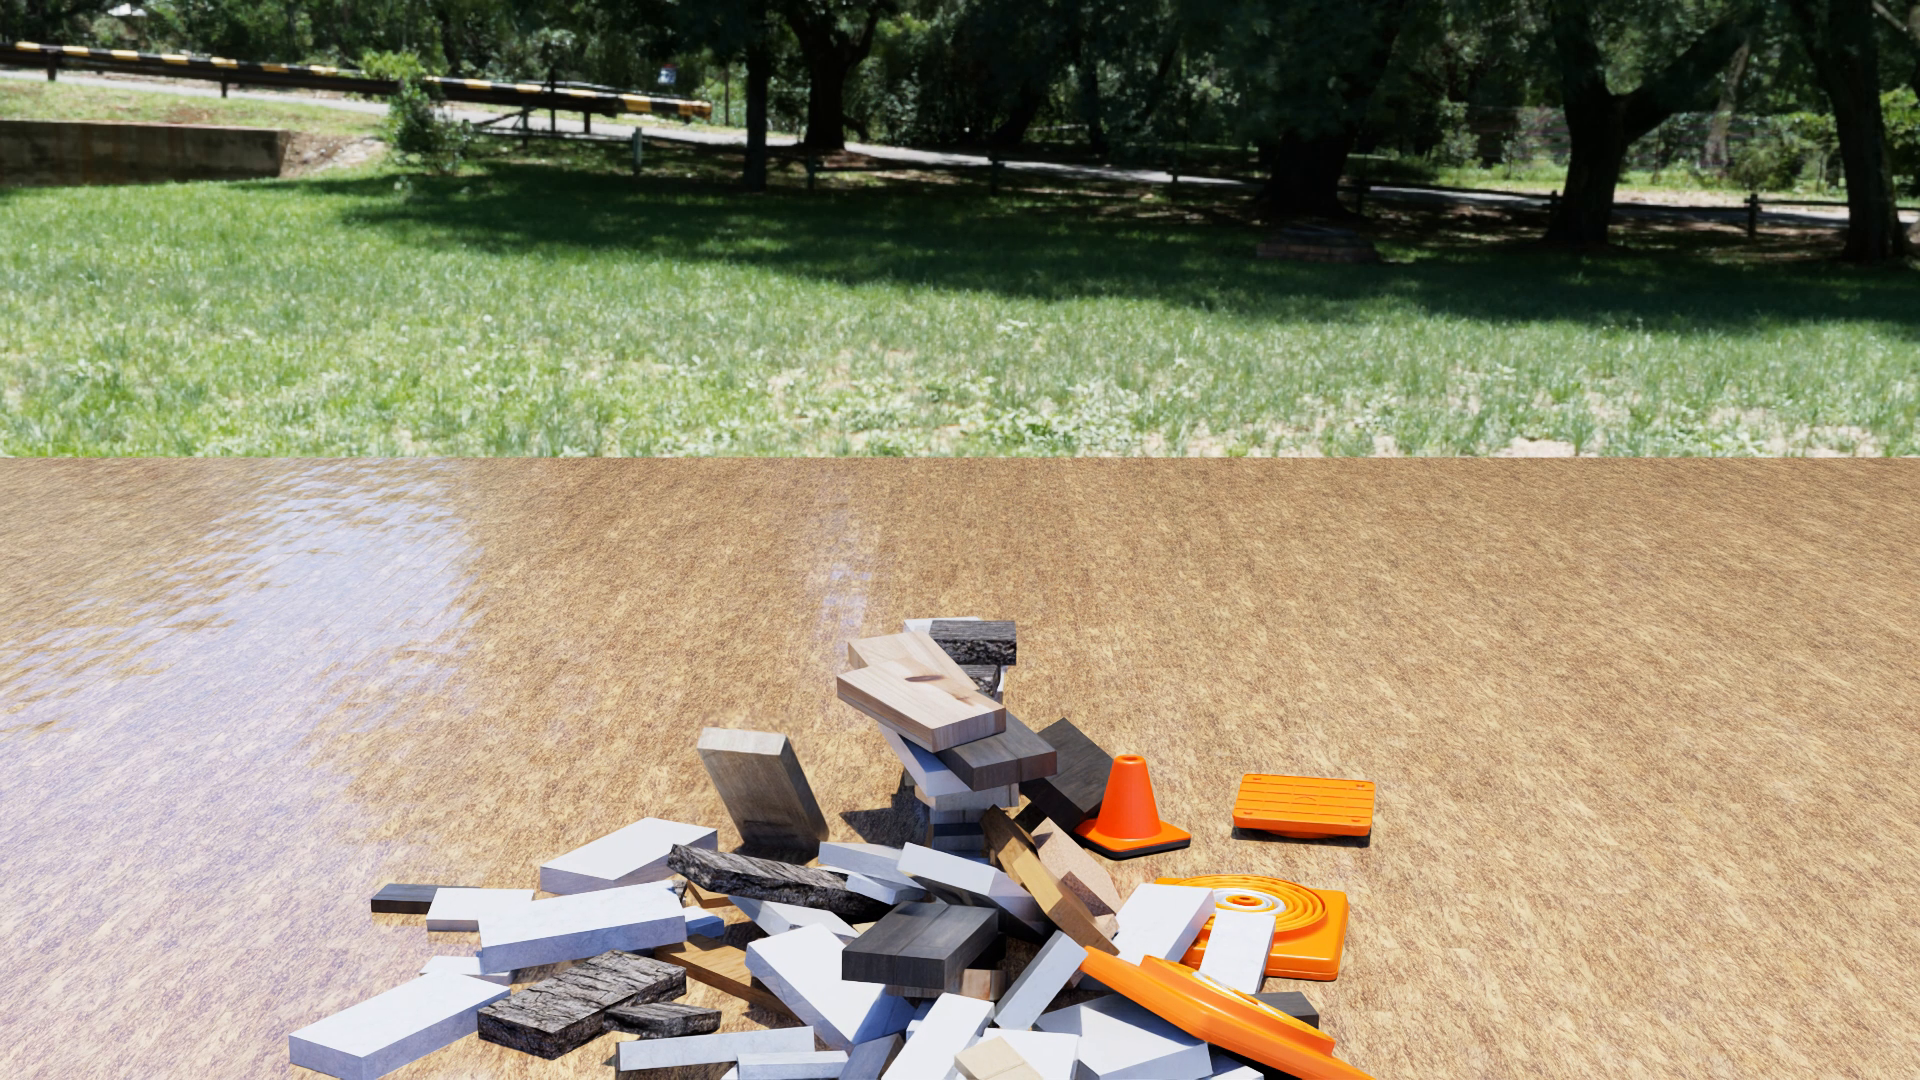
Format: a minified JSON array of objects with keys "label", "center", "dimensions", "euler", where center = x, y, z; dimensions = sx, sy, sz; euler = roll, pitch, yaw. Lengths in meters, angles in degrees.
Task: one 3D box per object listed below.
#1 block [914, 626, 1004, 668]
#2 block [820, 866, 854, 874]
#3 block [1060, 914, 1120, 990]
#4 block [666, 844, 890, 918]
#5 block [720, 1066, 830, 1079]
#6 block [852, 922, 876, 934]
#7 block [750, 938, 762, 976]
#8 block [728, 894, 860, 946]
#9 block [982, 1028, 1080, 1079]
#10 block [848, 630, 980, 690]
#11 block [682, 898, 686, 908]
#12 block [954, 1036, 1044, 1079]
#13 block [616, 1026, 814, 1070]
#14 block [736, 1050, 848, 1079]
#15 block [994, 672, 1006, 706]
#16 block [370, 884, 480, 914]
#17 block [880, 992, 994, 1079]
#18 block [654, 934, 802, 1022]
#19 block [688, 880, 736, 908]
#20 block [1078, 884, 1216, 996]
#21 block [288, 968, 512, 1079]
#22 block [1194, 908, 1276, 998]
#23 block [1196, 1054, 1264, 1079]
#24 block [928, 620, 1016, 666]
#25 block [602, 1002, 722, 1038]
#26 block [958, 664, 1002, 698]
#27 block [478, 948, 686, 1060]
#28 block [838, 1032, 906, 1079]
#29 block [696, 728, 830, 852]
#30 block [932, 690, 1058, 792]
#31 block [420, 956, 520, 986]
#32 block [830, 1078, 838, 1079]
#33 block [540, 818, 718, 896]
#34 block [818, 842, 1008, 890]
[{"label":"block","center":[-0.006,0.231,4.798],"dimensions":[0.180,0.051,0.359],"euler":[0,4,-2]},{"label":"block","center":[-0.229,0.570,3.739],"dimensions":[0.097,0.014,0.049],"euler":[-3,11,-16]},{"label":"block","center":[0.166,0.617,3.277],"dimensions":[0.083,0.023,0.166],"euler":[-17,14,35]},{"label":"block","center":[-0.284,0.543,3.489],"dimensions":[0.350,0.037,0.130],"euler":[17,0,-38]},{"label":"block","center":[-0.259,0.721,2.785],"dimensions":[0.127,0.036,0.263],"euler":[2,4,13]},{"label":"block","center":[-0.122,0.625,3.434],"dimensions":[0.058,0.016,0.121],"euler":[-4,11,-21]},{"label":"block","center":[-0.264,0.625,3.263],"dimensions":[0.085,0.024,0.170],"euler":[10,0,-3]},{"label":"block","center":[-0.257,0.590,3.428],"dimensions":[0.130,0.037,0.259],"euler":[17,0,-26]},{"label":"block","center":[0.044,0.728,2.495],"dimensions":[0.116,0.033,0.513],"euler":[2,25,10]},{"label":"block","center":[-0.085,0.242,3.940],"dimensions":[0.148,0.042,0.315],"euler":[-8,19,-18]},{"label":"block","center":[-0.502,0.596,3.600],"dimensions":[0.096,0.014,0.048],"euler":[-6,12,-29]},{"label":"block","center":[0.055,0.643,2.620],"dimensions":[0.066,0.019,0.131],"euler":[-16,28,-27]},{"label":"block","center":[-0.330,0.682,2.950],"dimensions":[0.255,0.036,0.127],"euler":[-2,-12,-12]},{"label":"block","center":[-0.217,0.683,2.861],"dimensions":[0.142,0.020,0.071],"euler":[0,-2,-8]},{"label":"block","center":[0.015,0.295,5.119],"dimensions":[0.180,0.051,0.645],"euler":[0,11,2]},{"label":"block","center":[-0.876,0.590,3.609],"dimensions":[0.158,0.022,0.079],"euler":[1,11,6]},{"label":"block","center":[-0.036,0.647,2.743],"dimensions":[0.071,0.020,0.267],"euler":[7,22,20]},{"label":"block","center":[-0.319,0.650,3.280],"dimensions":[0.331,0.024,0.085],"euler":[10,14,43]},{"label":"block","center":[-0.412,0.584,3.658],"dimensions":[0.058,0.016,0.116],"euler":[-4,11,-20]},{"label":"block","center":[0.283,0.601,3.322],"dimensions":[0.122,0.035,0.245],"euler":[-1,23,30]},{"label":"block","center":[-0.780,0.679,3.082],"dimensions":[0.142,0.040,0.283],"euler":[6,12,31]},{"label":"block","center":[0.410,0.620,3.269],"dimensions":[0.088,0.025,0.175],"euler":[5,32,17]},{"label":"block","center":[0.280,0.676,2.676],"dimensions":[0.166,0.023,0.083],"euler":[-15,13,-28]},{"label":"block","center":[0.026,0.206,4.446],"dimensions":[0.174,0.049,0.348],"euler":[1,4,1]},{"label":"block","center":[-0.412,0.666,3.055],"dimensions":[0.088,0.025,0.175],"euler":[4,-5,22]},{"label":"block","center":[-0.016,0.267,4.259],"dimensions":[0.174,0.049,0.533],"euler":[1,1,3]},{"label":"block","center":[-0.539,0.664,3.161],"dimensions":[0.142,0.040,0.284],"euler":[7,12,32]},{"label":"block","center":[-0.119,0.678,2.795],"dimensions":[0.066,0.019,0.131],"euler":[-21,14,21]},{"label":"block","center":[-0.337,0.434,3.804],"dimensions":[0.151,0.302,0.043],"euler":[3,51,17]},{"label":"block","center":[0.030,0.331,3.663],"dimensions":[0.148,0.042,0.295],"euler":[-9,20,-22]},{"label":"block","center":[-0.735,0.648,3.303],"dimensions":[0.134,0.019,0.067],"euler":[1,11,6]},{"label":"block","center":[-0.106,0.690,2.844],"dimensions":[0.134,0.019,0.067],"euler":[-19,1,26]},{"label":"block","center":[-0.565,0.548,3.777],"dimensions":[0.151,0.043,0.302],"euler":[6,12,28]},{"label":"block","center":[-0.079,0.527,3.533],"dimensions":[0.122,0.035,0.343],"euler":[9,-4,-38]}]
